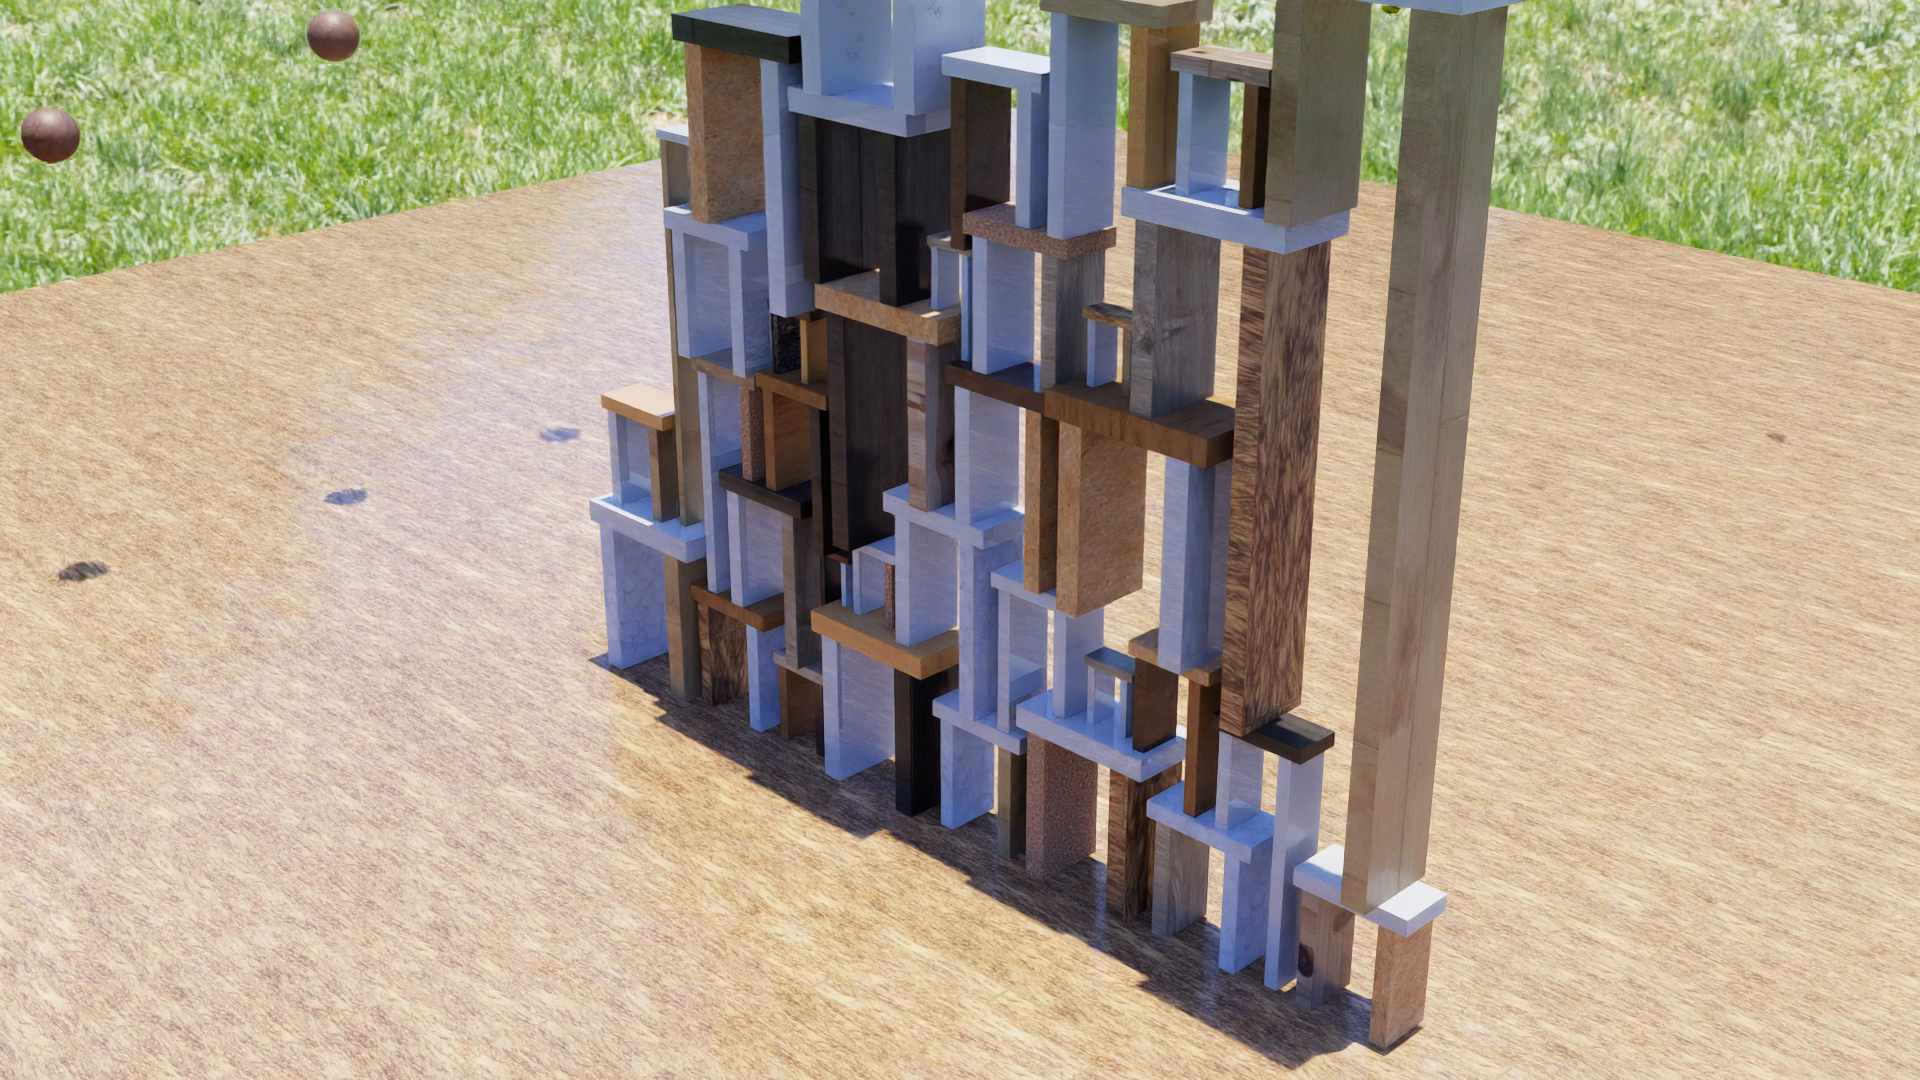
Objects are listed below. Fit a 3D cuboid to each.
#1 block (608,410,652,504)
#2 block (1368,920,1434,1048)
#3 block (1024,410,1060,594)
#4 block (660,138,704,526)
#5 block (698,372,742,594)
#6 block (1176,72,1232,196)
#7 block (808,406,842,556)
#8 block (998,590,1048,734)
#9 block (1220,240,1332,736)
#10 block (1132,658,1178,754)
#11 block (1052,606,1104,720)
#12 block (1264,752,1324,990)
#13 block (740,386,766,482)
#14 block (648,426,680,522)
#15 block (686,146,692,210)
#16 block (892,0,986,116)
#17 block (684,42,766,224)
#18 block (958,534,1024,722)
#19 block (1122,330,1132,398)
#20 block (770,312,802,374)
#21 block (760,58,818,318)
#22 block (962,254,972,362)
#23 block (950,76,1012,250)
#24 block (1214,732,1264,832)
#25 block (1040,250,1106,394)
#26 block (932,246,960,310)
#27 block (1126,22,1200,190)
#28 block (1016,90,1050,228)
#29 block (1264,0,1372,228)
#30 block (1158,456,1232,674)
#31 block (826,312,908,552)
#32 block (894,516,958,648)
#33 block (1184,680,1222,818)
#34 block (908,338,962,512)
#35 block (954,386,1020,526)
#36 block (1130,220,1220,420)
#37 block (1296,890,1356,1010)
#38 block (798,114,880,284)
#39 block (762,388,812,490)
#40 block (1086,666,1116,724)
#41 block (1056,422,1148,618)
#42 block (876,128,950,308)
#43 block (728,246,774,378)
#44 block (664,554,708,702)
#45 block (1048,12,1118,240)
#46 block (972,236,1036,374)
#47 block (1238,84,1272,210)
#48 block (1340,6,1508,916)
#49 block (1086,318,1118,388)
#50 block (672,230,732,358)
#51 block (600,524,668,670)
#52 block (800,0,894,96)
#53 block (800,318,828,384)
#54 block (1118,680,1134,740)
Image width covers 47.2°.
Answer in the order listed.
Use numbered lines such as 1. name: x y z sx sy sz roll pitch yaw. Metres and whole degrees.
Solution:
1. block: -0.730 -0.199 4.931 0.031 0.219 0.109 21 31 41
2. block: 0.749 0.735 3.730 0.033 0.232 0.116 21 31 41
3. block: 0.176 -0.085 3.994 0.037 0.350 0.132 21 31 40
4. block: -0.583 -0.433 4.671 0.019 0.854 0.066 21 31 41
5. block: -0.501 -0.133 4.708 0.029 0.501 0.102 21 31 41
6. block: 0.390 -0.658 3.523 0.097 0.193 0.027 -21 31 -41
7. block: -0.249 -0.131 4.439 0.108 0.319 0.031 -21 31 -40
8. block: 0.120 0.216 4.184 0.105 0.293 0.030 -21 31 -41
9. block: 0.518 -0.086 3.629 0.167 0.848 0.047 -21 31 -41
10. block: 0.353 0.283 3.955 0.026 0.185 0.092 21 31 41
11. block: 0.219 0.217 4.077 0.030 0.211 0.105 21 31 40
12. block: 0.583 0.568 3.832 0.027 0.461 0.095 21 31 41
13. block: -0.405 -0.232 4.562 0.029 0.203 0.102 21 31 41
14. block: -0.627 -0.158 4.836 0.031 0.219 0.109 21 31 41
15. block: -0.522 -0.741 4.472 0.066 0.131 0.019 -21 31 -40
16. block: -0.036 -0.942 3.864 0.051 0.360 0.180 21 31 40
17. block: -0.456 -0.822 4.378 0.050 0.353 0.176 21 31 41
18. block: 0.060 0.157 4.226 0.136 0.369 0.039 -21 31 -40
19. block: 0.304 -0.309 3.768 0.017 0.121 0.060 21 31 41
20. block: -0.347 -0.406 4.430 0.066 0.132 0.019 -21 31 -40
21. block: -0.293 -0.690 4.251 0.176 0.495 0.050 -21 31 -40
22. block: 0.029 -0.427 4.003 0.017 0.199 0.059 21 31 40
23. block: 0.037 -0.675 3.899 0.033 0.306 0.118 22 31 40
24. block: 0.493 0.408 3.863 0.027 0.191 0.095 21 31 41
25. block: 0.197 -0.388 3.844 0.035 0.250 0.125 21 31 40
26. block: -0.026 -0.486 4.036 0.017 0.117 0.058 22 32 40
27. block: 0.329 -0.708 3.558 0.129 0.258 0.037 -21 31 -41
28. block: 0.150 -0.664 3.781 0.118 0.236 0.033 -21 31 -40
29. block: 0.545 -0.666 3.343 0.175 0.349 0.049 -21 31 -41
30. block: 0.423 0.021 3.772 0.051 0.389 0.180 21 31 41
31. block: -0.177 -0.230 4.326 0.168 0.486 0.048 -21 31 -40
32. block: -0.065 0.061 4.327 0.039 0.273 0.136 22 31 40
33. block: 0.439 0.355 3.891 0.092 0.267 0.026 -21 31 -41
34. block: -0.021 -0.236 4.150 0.168 0.337 0.048 -21 31 -40
35. block: 0.051 -0.173 4.093 0.132 0.265 0.037 -21 31 -40
36. block: 0.360 -0.384 3.672 0.047 0.333 0.166 21 31 41
37. block: 0.639 0.693 3.831 0.033 0.232 0.116 21 31 41
38. block: -0.227 -0.663 4.194 0.160 0.320 0.045 -21 30 -40
39. block: -0.350 -0.219 4.513 0.108 0.216 0.031 -21 31 -41
40. block: 0.261 0.277 4.056 0.016 0.116 0.058 21 31 41
41. block: 0.254 -0.059 3.922 0.051 0.359 0.180 21 31 40
42. block: -0.076 -0.604 4.053 0.160 0.320 0.045 -21 31 -40
43. block: -0.400 -0.474 4.453 0.135 0.269 0.038 -21 31 -41
44. block: -0.569 0.171 4.912 0.049 0.348 0.174 21 31 41
45. block: 0.206 -0.702 3.694 0.037 0.375 0.129 21 31 40
46. block: 0.079 -0.434 3.952 0.035 0.250 0.125 21 31 41
47. block: 0.481 -0.622 3.439 0.097 0.193 0.027 -21 31 -41
48. block: 0.711 -0.087 3.410 0.049 1.467 0.175 21 31 41
49. block: 0.248 -0.331 3.820 0.017 0.121 0.060 21 31 40
50. block: -0.527 -0.524 4.569 0.135 0.269 0.038 -21 31 -41
51. block: -0.734 0.107 5.063 0.049 0.348 0.174 21 31 41
52. block: -0.209 -1.009 4.020 0.051 0.360 0.180 21 31 41
53. block: -0.285 -0.381 4.372 0.066 0.132 0.019 -21 31 -40
54. block: 0.315 0.299 4.006 0.016 0.116 0.058 21 31 41
